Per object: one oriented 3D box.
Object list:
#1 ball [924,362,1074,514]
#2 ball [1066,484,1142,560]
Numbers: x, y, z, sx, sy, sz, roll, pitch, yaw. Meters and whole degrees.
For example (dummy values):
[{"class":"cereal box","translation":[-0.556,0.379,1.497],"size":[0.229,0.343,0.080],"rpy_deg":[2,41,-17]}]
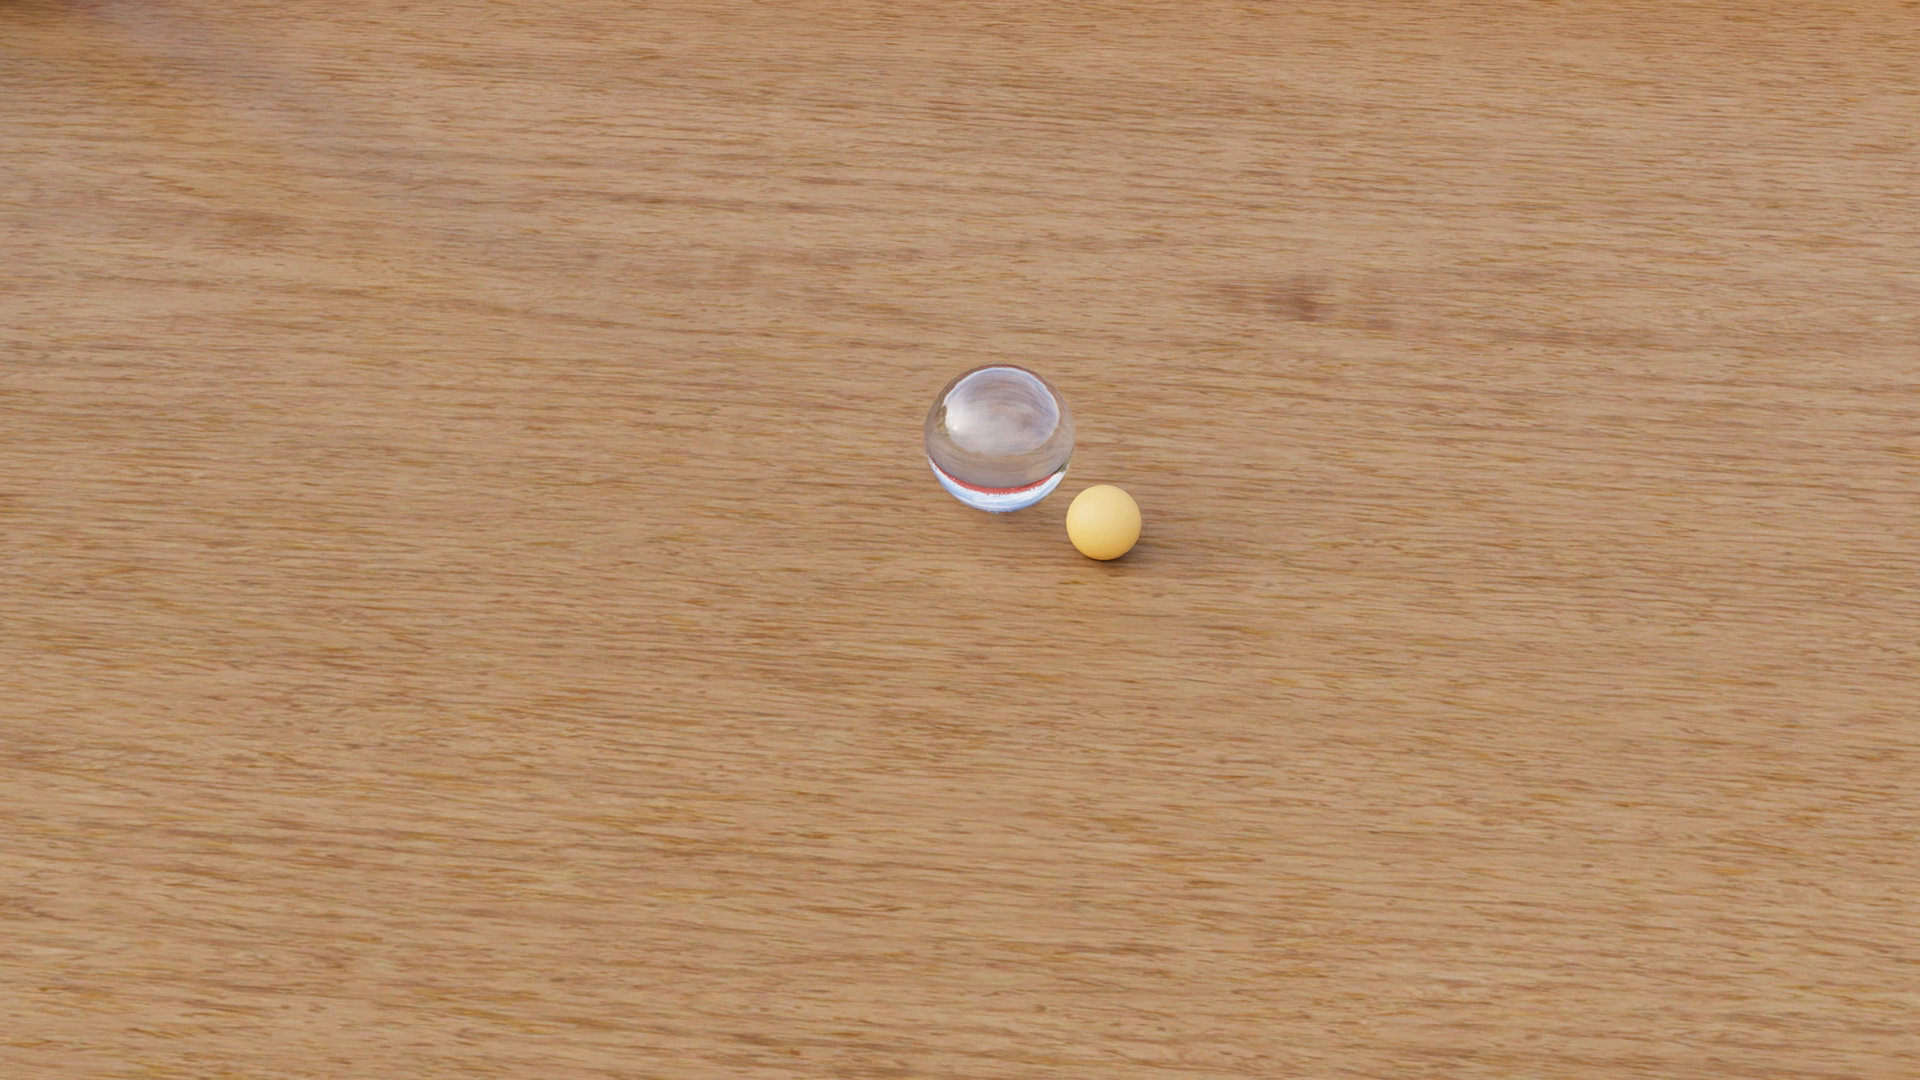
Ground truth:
[{"class":"ball","translation":[0.026,-0.067,1.675],"size":[0.098,0.098,0.098],"rpy_deg":[0,36,0]},{"class":"ball","translation":[0.092,-0.011,1.642],"size":[0.048,0.048,0.048],"rpy_deg":[0,36,0]}]
